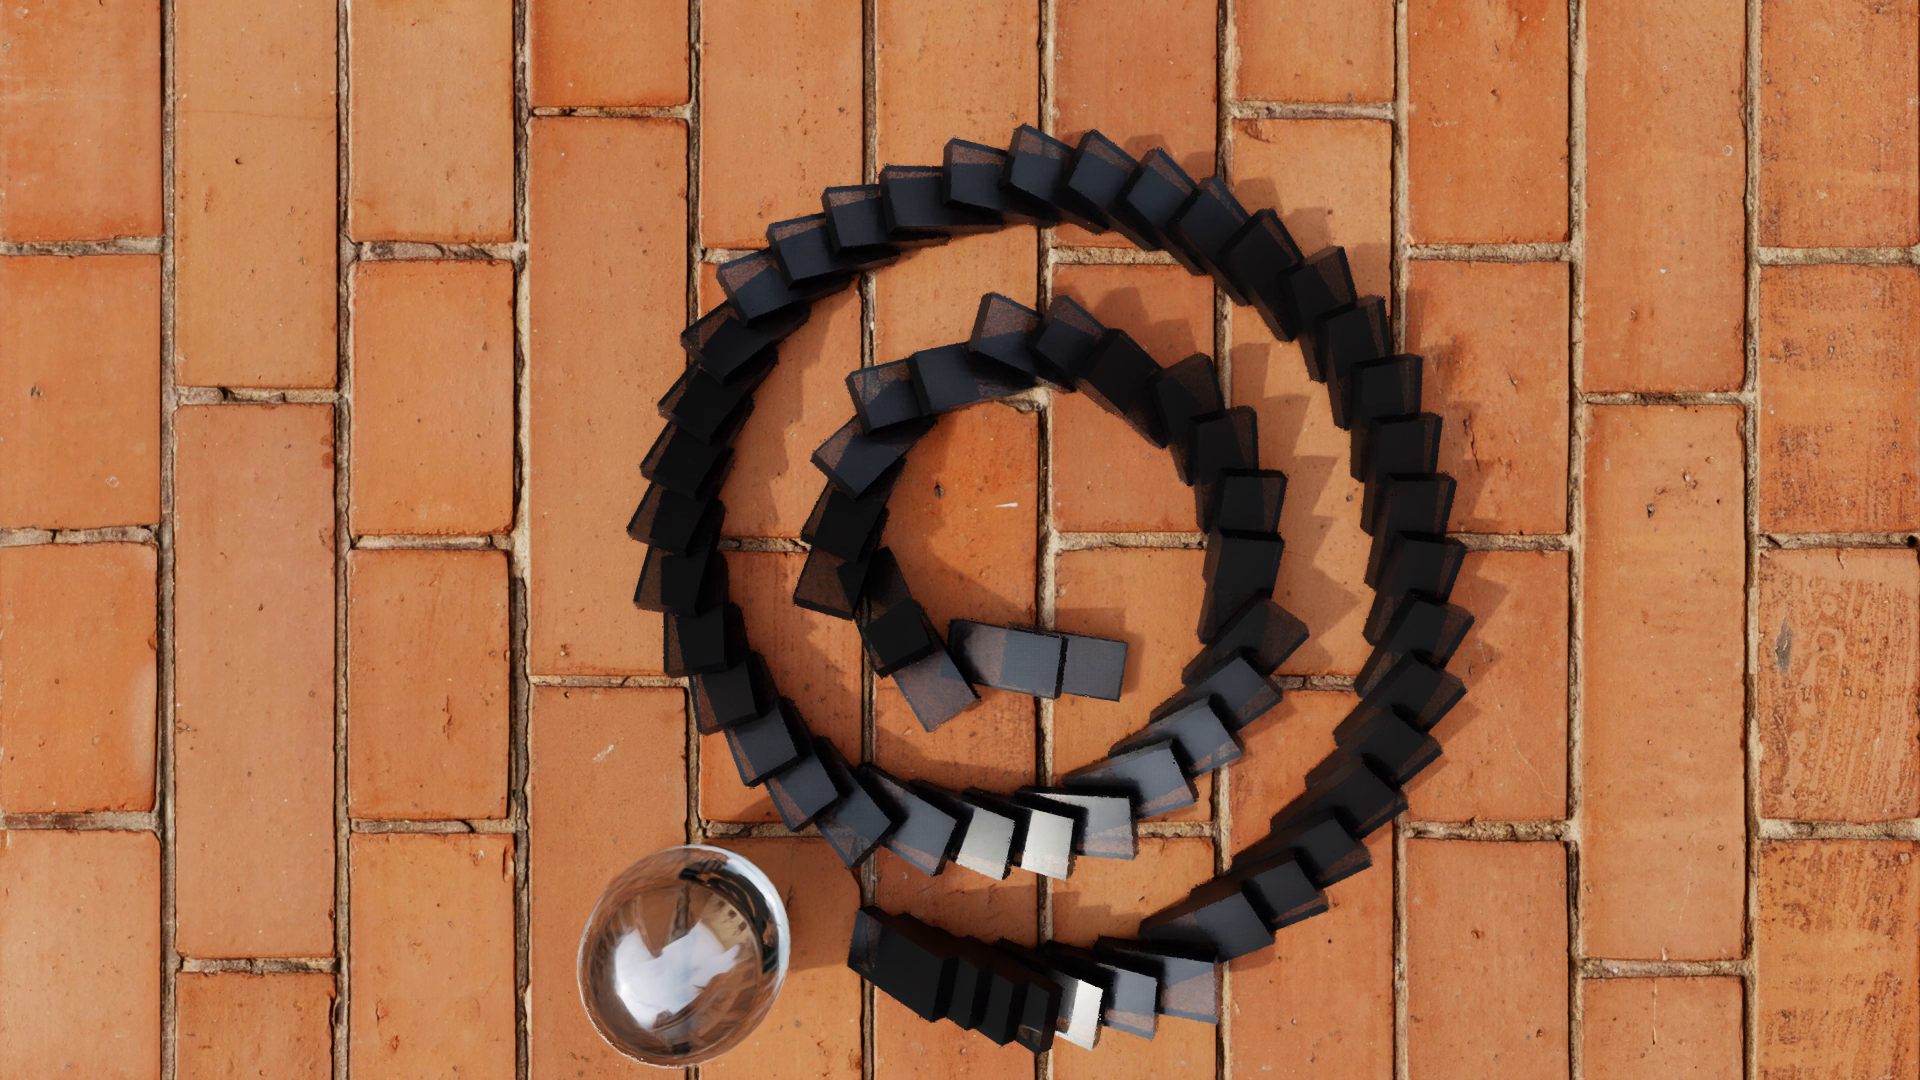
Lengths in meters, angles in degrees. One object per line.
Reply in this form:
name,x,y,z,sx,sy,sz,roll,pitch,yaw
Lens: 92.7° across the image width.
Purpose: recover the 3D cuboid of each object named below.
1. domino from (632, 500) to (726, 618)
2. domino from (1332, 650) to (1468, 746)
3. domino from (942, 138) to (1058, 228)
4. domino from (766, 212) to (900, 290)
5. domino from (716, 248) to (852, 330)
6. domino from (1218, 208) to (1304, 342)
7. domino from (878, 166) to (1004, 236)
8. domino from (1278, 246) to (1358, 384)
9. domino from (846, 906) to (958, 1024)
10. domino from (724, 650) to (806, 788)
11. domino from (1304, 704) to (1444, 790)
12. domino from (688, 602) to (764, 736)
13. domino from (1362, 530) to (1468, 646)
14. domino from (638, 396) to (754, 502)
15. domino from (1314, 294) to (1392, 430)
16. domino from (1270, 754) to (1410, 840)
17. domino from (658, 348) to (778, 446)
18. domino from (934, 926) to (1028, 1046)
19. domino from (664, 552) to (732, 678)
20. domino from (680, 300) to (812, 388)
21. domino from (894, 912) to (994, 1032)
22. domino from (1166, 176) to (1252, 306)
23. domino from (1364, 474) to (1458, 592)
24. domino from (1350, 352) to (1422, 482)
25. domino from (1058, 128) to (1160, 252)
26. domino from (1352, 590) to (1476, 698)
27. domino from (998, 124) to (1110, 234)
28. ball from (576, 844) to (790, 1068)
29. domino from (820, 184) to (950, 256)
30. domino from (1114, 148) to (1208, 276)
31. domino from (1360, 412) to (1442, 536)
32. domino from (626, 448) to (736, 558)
domino,-0.117,0.006,0.385,0.025,0.009,0.050,8,65,0
domino,0.184,0.073,0.385,0.025,0.009,0.050,31,114,0
domino,0.017,-0.149,0.385,0.050,0.009,0.025,3,90,-24
domino,-0.053,-0.124,0.385,0.050,0.009,0.025,-22,90,-24
domino,-0.074,-0.110,0.385,0.050,0.009,0.025,-29,90,-25
domino,0.133,-0.111,0.385,0.025,0.009,0.050,-45,114,0
domino,-0.008,-0.143,0.385,0.050,0.010,0.025,-10,90,-24
domino,0.154,-0.094,0.385,0.025,0.010,0.050,-29,115,0
domino,-0.025,0.175,0.380,0.050,0.009,0.025,11,90,41
domino,-0.087,0.075,0.385,0.025,0.009,0.050,-29,65,0
domino,0.173,0.095,0.385,0.025,0.010,0.050,38,114,0
domino,-0.101,0.054,0.385,0.025,0.009,0.050,-18,66,0
domino,0.191,0.022,0.386,0.025,0.009,0.050,7,114,0
domino,-0.110,-0.043,0.385,0.025,0.009,0.050,25,66,0
domino,0.167,-0.074,0.385,0.025,0.010,0.050,-22,115,0
domino,0.159,0.115,0.386,0.025,0.010,0.050,43,114,0
domino,-0.101,-0.066,0.385,0.025,0.010,0.050,31,66,0
domino,0.003,0.184,0.380,0.050,0.009,0.025,11,90,41
domino,-0.111,0.031,0.385,0.025,0.009,0.050,-9,65,0
domino,-0.090,-0.090,0.385,0.025,0.009,0.050,45,65,0
domino,-0.010,0.178,0.380,0.050,0.010,0.025,11,90,41
domino,0.112,-0.125,0.386,0.050,0.010,0.025,38,90,-24
domino,0.189,-0.003,0.386,0.025,0.010,0.050,0,114,0
domino,0.179,-0.051,0.385,0.025,0.009,0.050,-11,114,0
domino,0.068,-0.146,0.385,0.050,0.009,0.025,26,90,-24
domino,0.190,0.048,0.385,0.025,0.009,0.050,19,115,0
domino,0.043,-0.151,0.385,0.050,0.009,0.025,15,90,-25
ball,-0.107,0.161,0.360,0.080,0.080,0.080,0,90,0
domino,-0.031,-0.136,0.385,0.050,0.009,0.025,-14,90,-24
domino,0.091,-0.137,0.386,0.050,0.009,0.025,34,90,-24
domino,0.185,-0.027,0.386,0.025,0.010,0.050,-6,114,0
domino,-0.116,-0.020,0.385,0.025,0.010,0.050,19,66,0
